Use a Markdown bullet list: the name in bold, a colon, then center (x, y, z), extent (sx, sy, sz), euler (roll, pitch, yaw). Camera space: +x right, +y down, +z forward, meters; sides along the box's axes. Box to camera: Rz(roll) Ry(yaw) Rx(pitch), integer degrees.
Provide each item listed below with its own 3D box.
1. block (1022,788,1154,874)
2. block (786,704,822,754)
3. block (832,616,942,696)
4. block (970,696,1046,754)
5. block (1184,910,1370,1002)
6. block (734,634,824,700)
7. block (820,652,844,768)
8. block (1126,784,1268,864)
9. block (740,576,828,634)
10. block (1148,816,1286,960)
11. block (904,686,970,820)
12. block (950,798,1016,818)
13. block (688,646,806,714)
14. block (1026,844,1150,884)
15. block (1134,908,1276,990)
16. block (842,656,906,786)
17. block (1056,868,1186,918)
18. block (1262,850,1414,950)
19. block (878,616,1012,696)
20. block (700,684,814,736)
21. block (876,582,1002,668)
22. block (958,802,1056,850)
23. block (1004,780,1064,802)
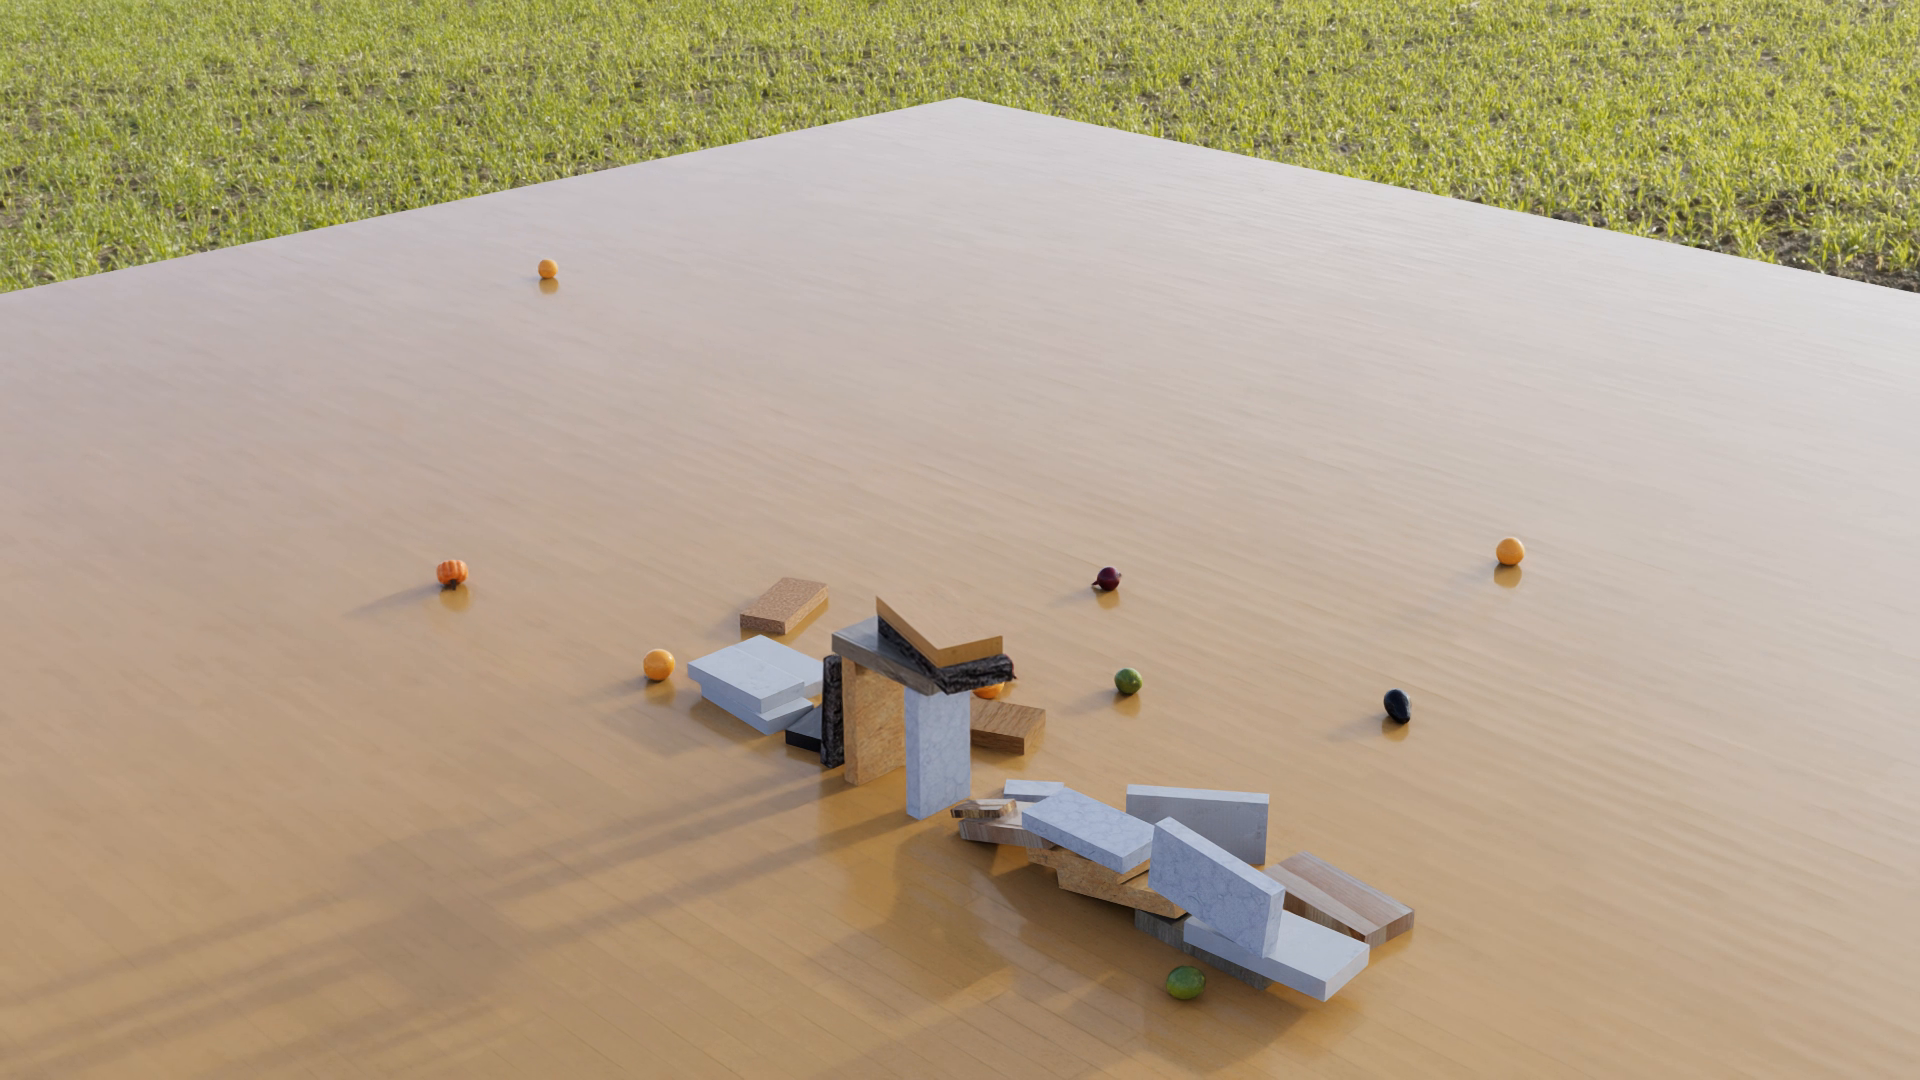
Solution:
- **block**: center (0.251, 0.544, 4.134), extent (0.252, 0.036, 0.126), euler (20, 31, 41)
- **block**: center (-0.263, 0.393, 4.791), extent (0.120, 0.034, 0.239), euler (13, 26, 27)
- **block**: center (-0.111, 0.229, 4.437), extent (0.143, 0.040, 0.285), euler (-21, 31, -40)
- **block**: center (0.029, 0.394, 4.781), extent (0.283, 0.040, 0.141), euler (8, 24, 19)
- **block**: center (0.561, 0.717, 3.911), extent (0.293, 0.042, 0.147), euler (18, 29, 36)
- **block**: center (-0.410, 0.291, 5.031), extent (0.276, 0.034, 0.120), euler (21, 31, 40)
- **block**: center (-0.231, 0.345, 4.621), extent (0.126, 0.253, 0.036), euler (-21, 35, -40)
- **block**: center (0.460, 0.554, 4.281), extent (0.273, 0.136, 0.039), euler (3, 23, 7)
- **block**: center (-0.426, 0.158, 5.345), extent (0.120, 0.034, 0.239), euler (9, 25, 20)
- **block**: center (0.451, 0.614, 3.894), extent (0.039, 0.136, 0.273), euler (-20, 35, -39)
- **block**: center (-0.044, 0.409, 4.432), extent (0.143, 0.285, 0.040), euler (-21, 30, -40)
- **block**: center (0.047, 0.534, 4.378), extent (0.120, 0.017, 0.060), euler (-6, 12, 37)
- **block**: center (-0.477, 0.309, 4.894), extent (0.253, 0.036, 0.126), euler (21, 31, 41)
- **block**: center (0.256, 0.593, 4.181), extent (0.126, 0.036, 0.252), euler (-20, 16, -36)
- **block**: center (0.479, 0.717, 4.018), extent (0.293, 0.042, 0.147), euler (21, 31, 40)
- **block**: center (-0.175, 0.354, 4.561), extent (0.143, 0.285, 0.040), euler (-21, 30, -40)
- **block**: center (0.339, 0.635, 4.132), extent (0.147, 0.042, 0.293), euler (-21, 19, -40)
- **block**: center (0.700, 0.675, 4.120), extent (0.136, 0.039, 0.273), euler (-18, 29, -36)
- **block**: center (-0.033, 0.211, 4.376), extent (0.141, 0.040, 0.321), euler (-11, 25, -24)
- **block**: center (-0.451, 0.354, 4.881), extent (0.126, 0.036, 0.253), euler (-18, 29, -37)
- **block**: center (-0.043, 0.167, 4.377), extent (0.141, 0.040, 0.283), euler (-11, 25, -24)
- **block**: center (0.127, 0.556, 4.305), extent (0.126, 0.036, 0.252), euler (-21, 12, -39)
- **block**: center (0.152, 0.517, 4.521), extent (0.120, 0.017, 0.060), euler (2, 23, 5)
